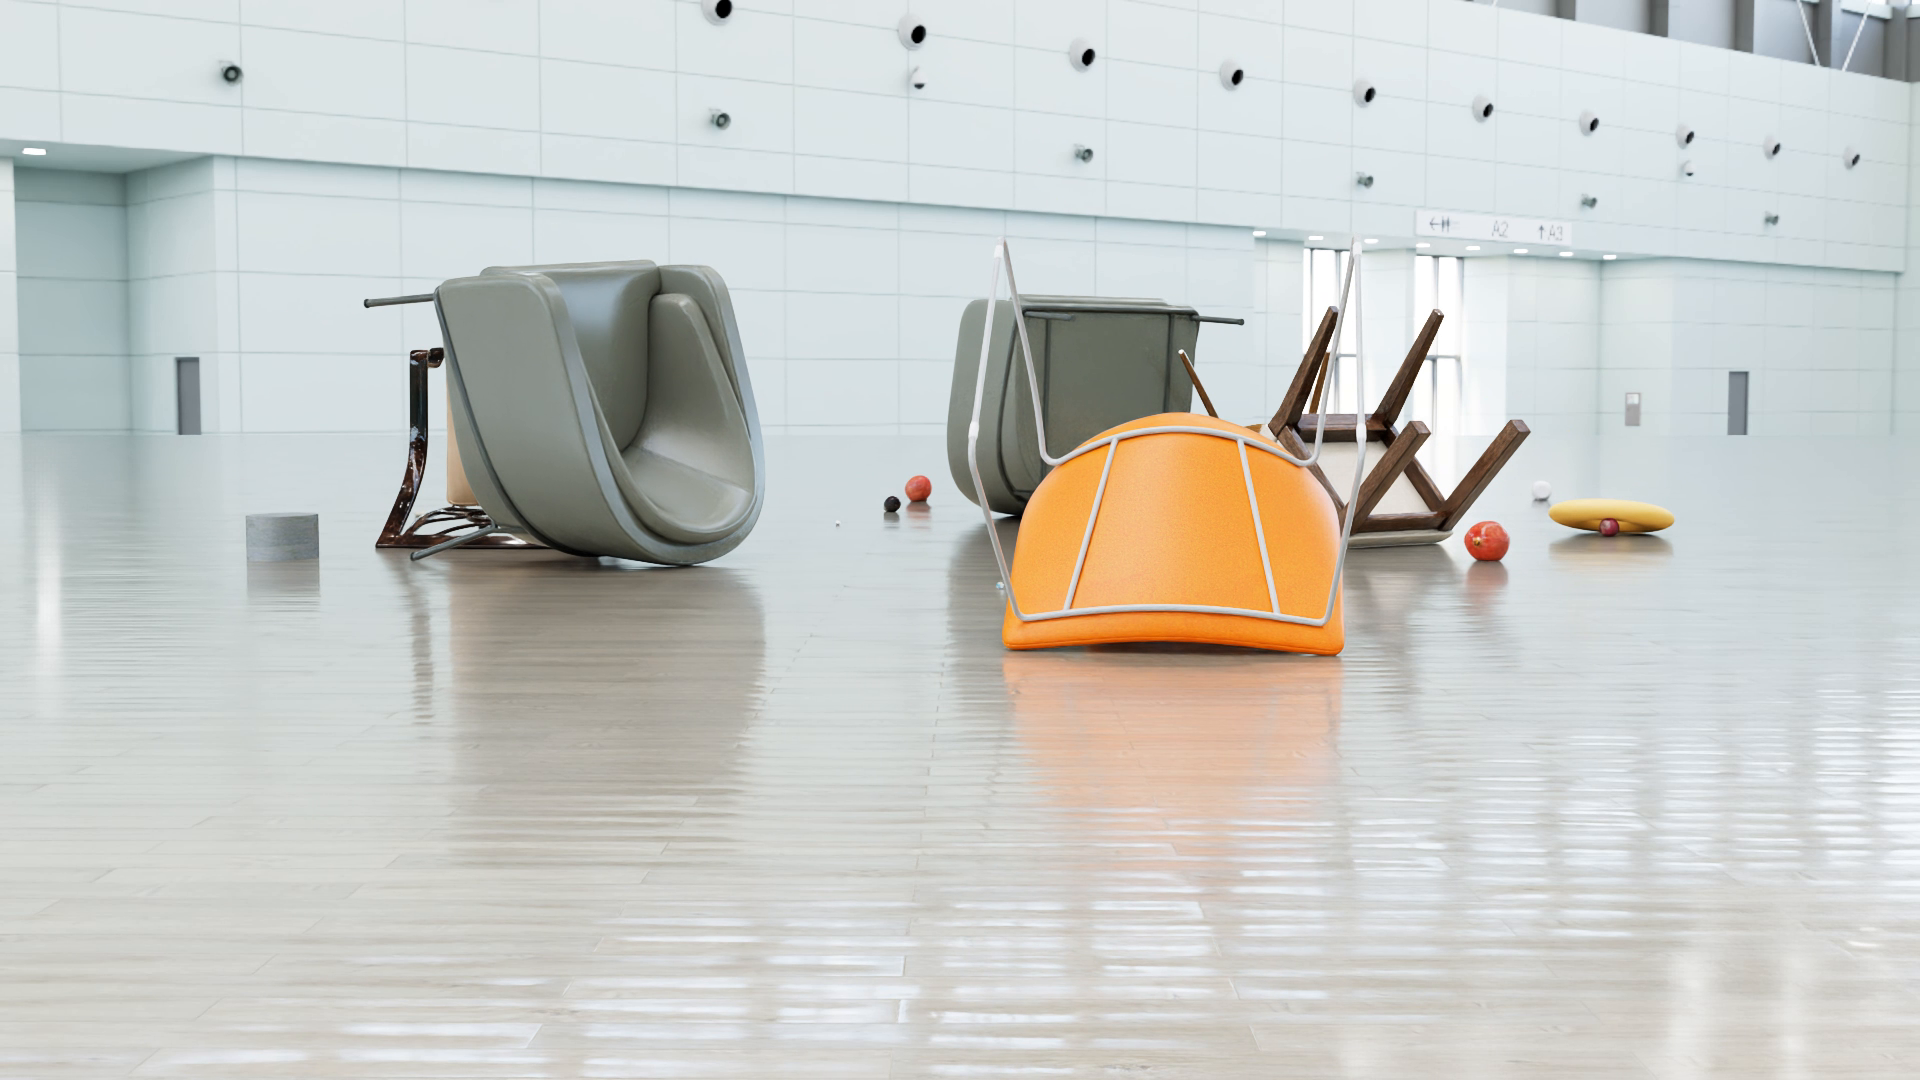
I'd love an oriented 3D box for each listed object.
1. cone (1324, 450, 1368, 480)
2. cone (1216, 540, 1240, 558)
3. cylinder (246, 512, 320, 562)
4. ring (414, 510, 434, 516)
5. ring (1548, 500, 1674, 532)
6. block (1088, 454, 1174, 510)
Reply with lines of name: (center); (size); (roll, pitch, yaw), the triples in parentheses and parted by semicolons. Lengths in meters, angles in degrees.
cone: (1.947, -0.347, 11.059); (0.223, 0.094, 0.233); (-6, 40, 18)
cone: (0.697, 0.036, 5.858); (0.075, 0.047, 0.081); (-3, 18, 33)
cylinder: (-1.799, -0.010, 5.842); (0.173, 0.116, 0.232); (1, 4, 8)
ring: (-1.893, -0.093, 7.768); (0.076, 0.018, 0.057); (1, 5, 20)
ring: (2.016, -0.074, 6.810); (0.380, 0.064, 0.282); (5, -10, 6)
block: (0.653, -0.223, 8.382); (0.255, 0.194, 0.262); (-1, 4, -14)
